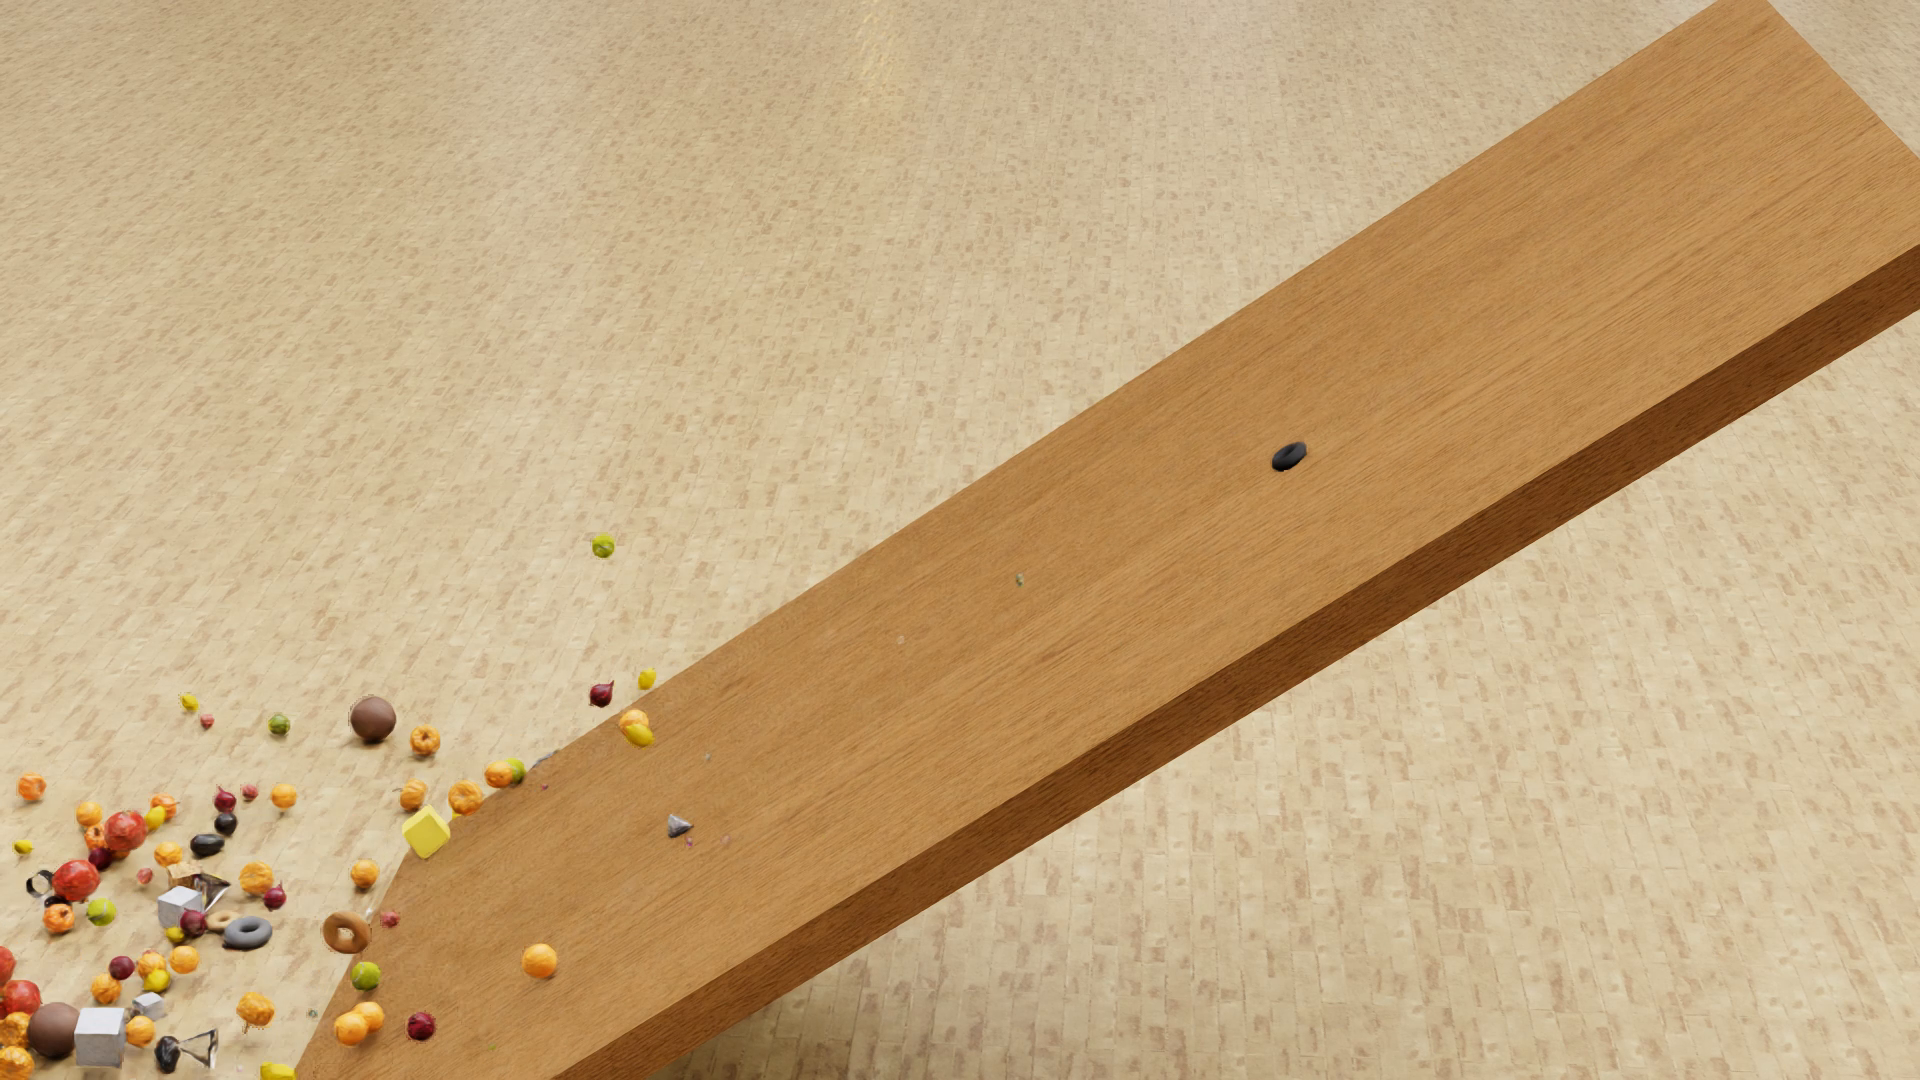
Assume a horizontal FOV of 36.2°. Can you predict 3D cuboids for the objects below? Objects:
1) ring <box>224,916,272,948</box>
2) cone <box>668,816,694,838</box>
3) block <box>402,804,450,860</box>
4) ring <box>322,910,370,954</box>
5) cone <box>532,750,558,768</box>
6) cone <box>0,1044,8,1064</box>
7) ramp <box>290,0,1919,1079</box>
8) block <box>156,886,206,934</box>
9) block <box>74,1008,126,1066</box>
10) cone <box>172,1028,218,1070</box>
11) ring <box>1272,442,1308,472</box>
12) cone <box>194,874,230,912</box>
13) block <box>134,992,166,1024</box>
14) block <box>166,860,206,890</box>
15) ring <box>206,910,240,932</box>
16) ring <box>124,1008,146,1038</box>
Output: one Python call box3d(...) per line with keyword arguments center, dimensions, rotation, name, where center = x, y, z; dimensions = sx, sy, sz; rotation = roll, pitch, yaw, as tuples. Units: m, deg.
box3d(center=(-1.805, 0.995, 7.455), dimensions=(0.123, 0.041, 0.123), rotation=(0, 23, 0), name="ring")
box3d(center=(-0.600, 0.623, 6.383), dimensions=(0.053, 0.053, 0.053), rotation=(-2, 20, 17), name="cone")
box3d(center=(-1.377, 0.753, 7.589), dimensions=(0.088, 0.088, 0.088), rotation=(-37, 15, -1), name="block")
box3d(center=(-1.406, 0.899, 6.738), dimensions=(0.112, 0.112, 0.037), rotation=(4, 26, 9), name="ring")
box3d(center=(-1.068, 0.580, 7.724), dimensions=(0.097, 0.097, 0.097), rotation=(11, 46, -12), name="cone")
box3d(center=(-2.296, 1.176, 6.920), dimensions=(0.096, 0.096, 0.096), rotation=(0, 22, 0), name="cone")
box3d(center=(0.134, 0.175, 6.309), dimensions=(4.000, 0.100, 2.000), rotation=(-33, 16, 15), name="ramp")
box3d(center=(-1.993, 0.945, 7.525), dimensions=(0.080, 0.080, 0.080), rotation=(11, 24, 27), name="block")
box3d(center=(-1.996, 1.155, 6.833), dimensions=(0.096, 0.096, 0.096), rotation=(2, 29, -7), name="block")
box3d(center=(-1.782, 1.179, 6.841), dimensions=(0.096, 0.096, 0.096), rotation=(6, 21, -5), name="cone")
box3d(center=(0.662, -0.168, 5.910), dimensions=(0.080, 0.027, 0.080), rotation=(-33, 17, 11), name="ring")
box3d(center=(-1.938, 0.920, 7.563), dimensions=(0.100, 0.100, 0.100), rotation=(18, 1, 0), name="cone")
box3d(center=(-1.956, 1.130, 7.099), dimensions=(0.051, 0.051, 0.051), rotation=(20, 29, 40), name="block")
box3d(center=(-2.013, 0.892, 7.661), dimensions=(0.080, 0.080, 0.080), rotation=(-11, 24, -26), name="block")
box3d(center=(-1.881, 0.976, 7.518), dimensions=(0.089, 0.030, 0.089), rotation=(1, 22, 0), name="ring")
box3d(center=(-2.009, 1.159, 7.042), dimensions=(0.114, 0.038, 0.114), rotation=(-2, 20, 1), name="ring")
